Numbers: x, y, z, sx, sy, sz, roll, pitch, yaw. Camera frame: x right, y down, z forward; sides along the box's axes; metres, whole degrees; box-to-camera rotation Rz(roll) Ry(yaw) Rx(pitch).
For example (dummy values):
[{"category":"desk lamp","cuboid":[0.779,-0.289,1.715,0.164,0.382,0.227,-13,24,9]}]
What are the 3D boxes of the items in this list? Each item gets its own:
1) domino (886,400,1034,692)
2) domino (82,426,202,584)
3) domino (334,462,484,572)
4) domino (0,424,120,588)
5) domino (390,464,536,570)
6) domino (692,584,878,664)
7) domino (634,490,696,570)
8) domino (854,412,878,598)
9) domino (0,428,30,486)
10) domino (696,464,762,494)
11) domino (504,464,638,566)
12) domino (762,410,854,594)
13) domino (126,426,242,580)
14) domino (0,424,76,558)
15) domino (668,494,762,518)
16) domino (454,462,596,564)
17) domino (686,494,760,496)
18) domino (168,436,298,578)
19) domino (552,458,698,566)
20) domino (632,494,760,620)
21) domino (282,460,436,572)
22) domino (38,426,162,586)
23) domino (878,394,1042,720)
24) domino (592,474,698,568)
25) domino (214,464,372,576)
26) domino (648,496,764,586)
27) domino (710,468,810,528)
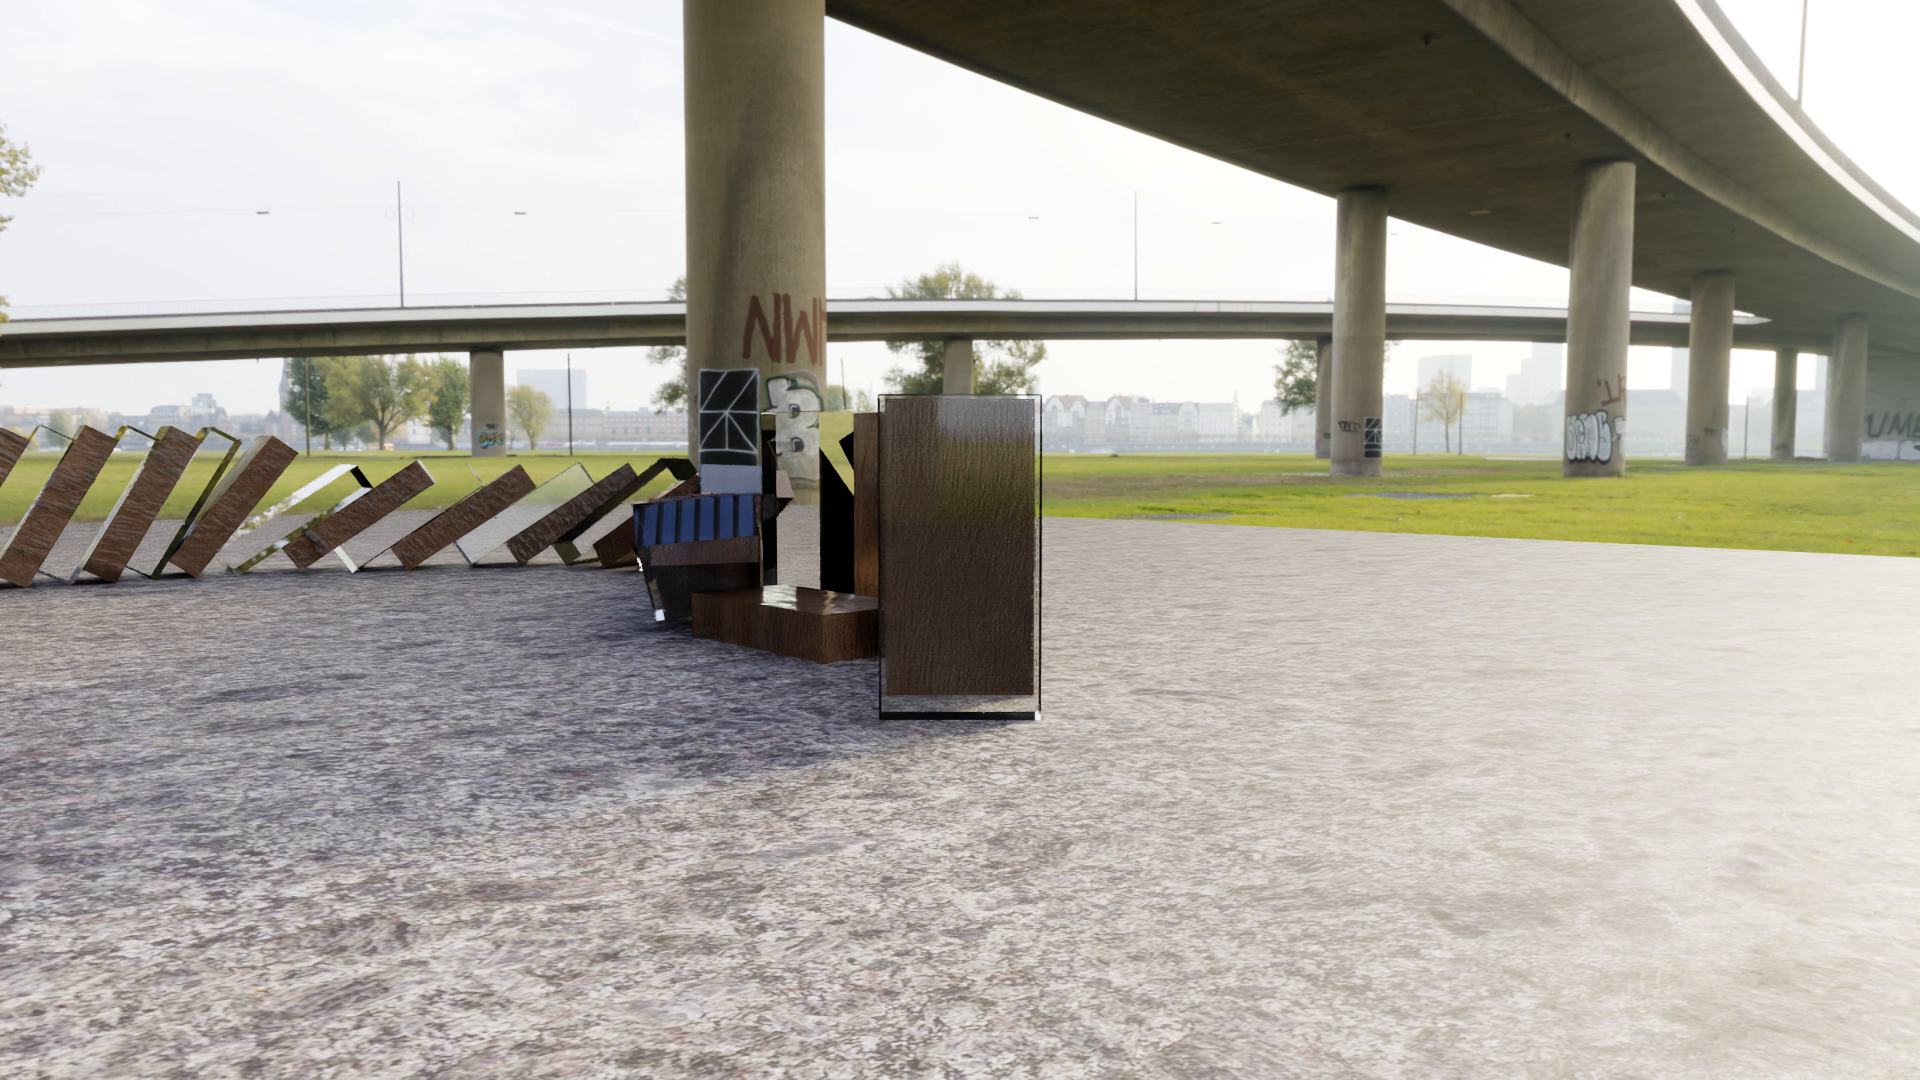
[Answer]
[{"category":"domino","cuboid":[0.000,0.001,0.224,0.025,0.050,0.009,0,4,0]},{"category":"domino","cuboid":[-0.259,-0.012,0.405,0.010,0.050,0.025,33,-17,-35]},{"category":"domino","cuboid":[-0.188,-0.008,0.440,0.050,0.009,0.025,-37,15,-14]},{"category":"domino","cuboid":[-0.276,-0.011,0.391,0.010,0.050,0.025,33,-17,-35]},{"category":"domino","cuboid":[-0.172,-0.009,0.445,0.050,0.009,0.025,-36,15,-14]},{"category":"domino","cuboid":[-0.034,0.017,0.275,0.025,0.010,0.050,-4,6,-41]},{"category":"domino","cuboid":[-0.083,-0.006,0.422,0.050,0.010,0.025,-35,-19,35]},{"category":"domino","cuboid":[-0.020,-0.006,0.318,0.010,0.050,0.025,-2,5,-27]},{"category":"domino","cuboid":[-0.294,-0.010,0.378,0.010,0.050,0.025,33,-17,-35]},{"category":"domino","cuboid":[-0.067,-0.004,0.382,0.025,0.010,0.050,1,-30,-16]},{"category":"domino","cuboid":[-0.137,-0.010,0.458,0.050,0.009,0.025,-35,11,-11]},{"category":"domino","cuboid":[-0.036,-0.005,0.304,0.010,0.050,0.025,-4,6,-39]},{"category":"domino","cuboid":[-0.251,-0.012,0.413,0.010,0.050,0.025,34,-17,-34]},{"category":"domino","cuboid":[-0.285,-0.010,0.385,0.009,0.050,0.025,33,-16,-35]},{"category":"domino","cuboid":[-0.063,0.002,0.339,0.025,0.009,0.050,-1,-20,-10]},{"category":"domino","cuboid":[-0.154,-0.010,0.454,0.050,0.010,0.025,-36,11,-14]},{"category":"domino","cuboid":[-0.065,0.001,0.363,0.025,0.009,0.050,-1,-20,-12]},{"category":"domino","cuboid":[-0.241,-0.012,0.422,0.010,0.050,0.025,43,-22,-32]},{"category":"domino","cuboid":[-0.116,-0.010,0.450,0.050,0.009,0.025,-36,-3,10]},{"category":"domino","cuboid":[-0.058,0.005,0.290,0.025,0.010,0.050,-6,-20,-10]},{"category":"domino","cuboid":[-0.203,-0.009,0.435,0.050,0.010,0.025,-37,15,-15]},{"category":"domino","cuboid":[-0.268,-0.011,0.398,0.010,0.050,0.025,33,-17,-35]},{"category":"domino","cuboid":[0.000,0.002,0.201,0.025,0.050,0.009,0,4,0]},{"category":"domino","cuboid":[-0.099,-0.007,0.439,0.050,0.009,0.025,-30,-9,23]},{"category":"domino","cuboid":[-0.226,-0.008,0.433,0.050,0.009,0.025,-41,27,-28]},{"category":"domino","cuboid":[-0.061,0.004,0.315,0.025,0.010,0.050,-2,-21,-8]},{"category":"domino","cuboid":[-0.070,-0.005,0.404,0.025,0.009,0.050,-1,-28,-37]}]
